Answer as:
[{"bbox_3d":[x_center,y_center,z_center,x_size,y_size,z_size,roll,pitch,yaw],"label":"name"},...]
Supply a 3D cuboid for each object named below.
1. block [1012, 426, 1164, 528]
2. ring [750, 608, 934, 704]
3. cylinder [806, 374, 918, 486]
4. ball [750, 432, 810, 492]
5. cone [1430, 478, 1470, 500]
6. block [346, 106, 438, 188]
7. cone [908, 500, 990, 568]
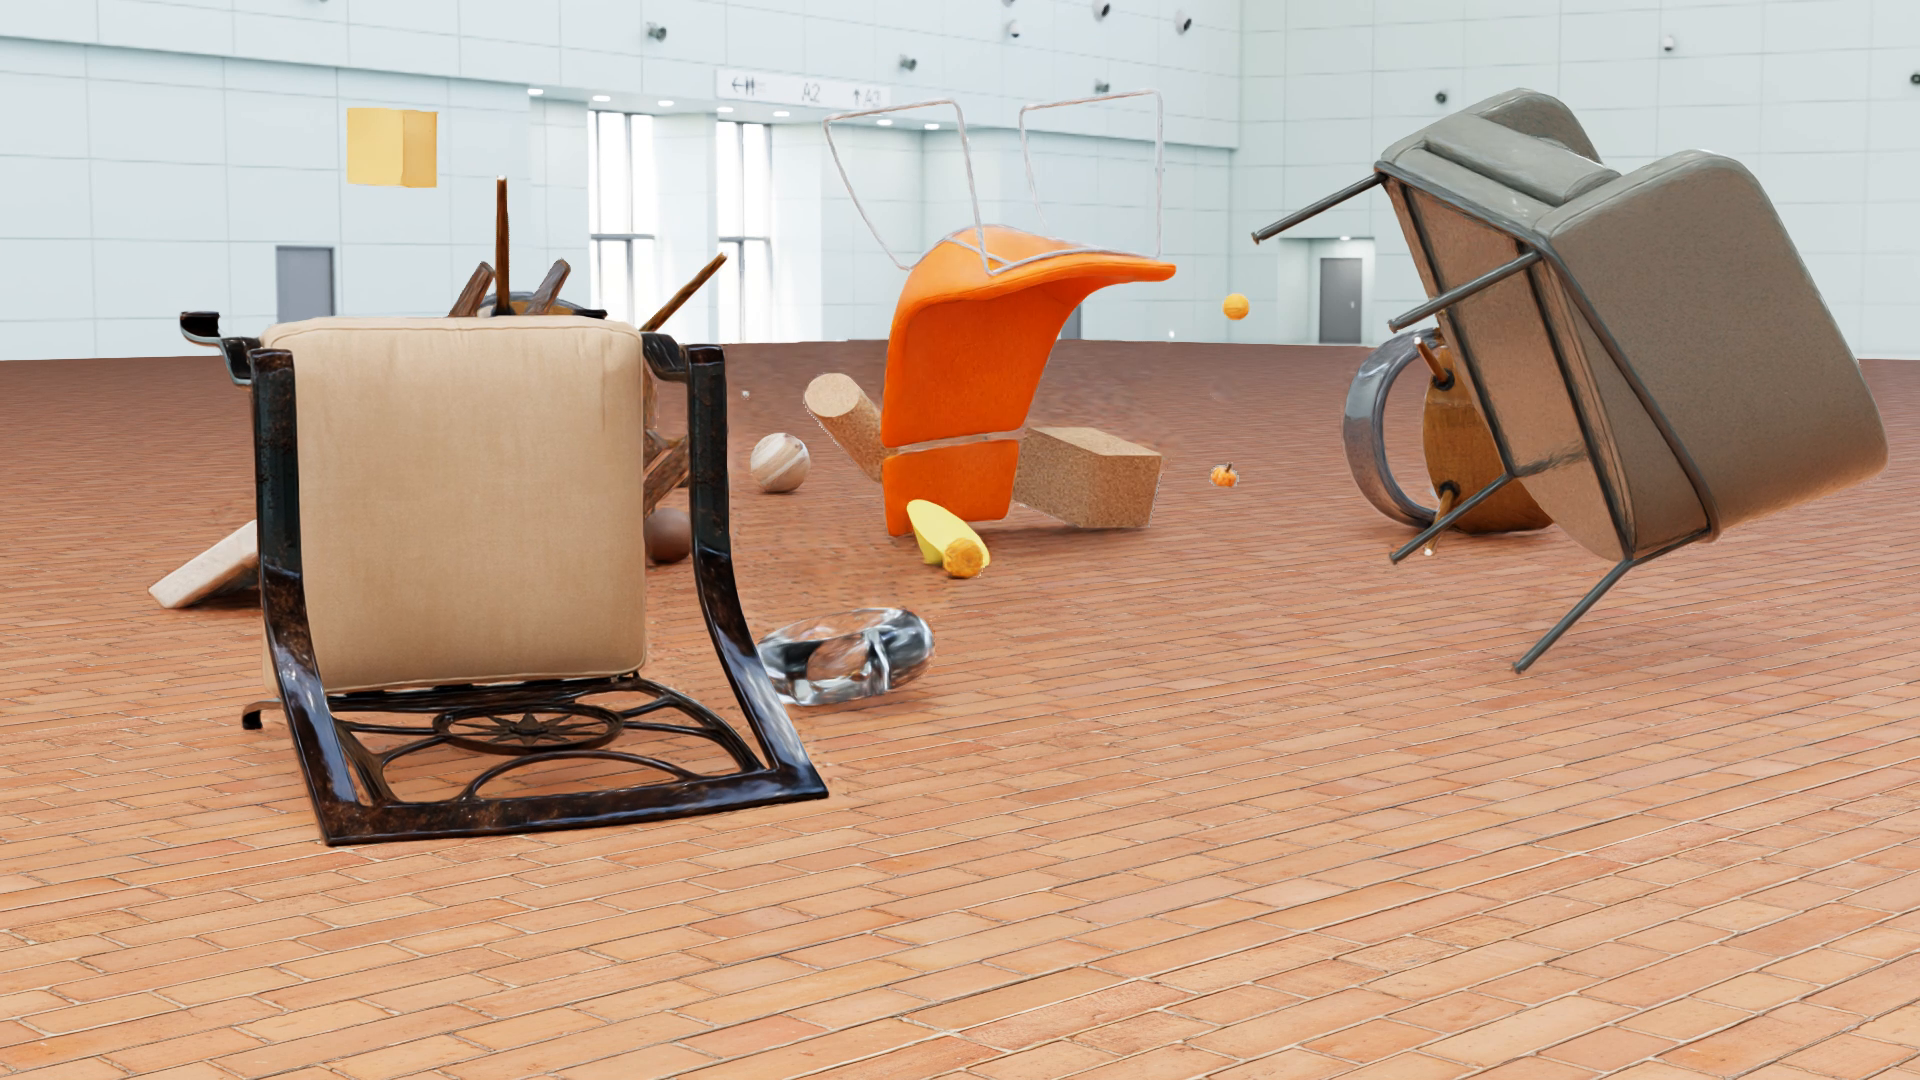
[{"bbox_3d":[0.331,-0.165,6.678,0.255,0.194,0.262,-2,19,-45],"label":"block"},{"bbox_3d":[-0.185,0.181,4.021,0.272,0.100,0.342,-19,11,-34],"label":"ring"},{"bbox_3d":[-0.279,-0.313,7.281,0.235,0.141,0.312,32,-14,50],"label":"cylinder"},{"bbox_3d":[-0.546,-0.234,7.793,0.182,0.182,0.182,0,6,0],"label":"ball"},{"bbox_3d":[1.445,-0.139,7.610,0.127,0.070,0.052,-12,-27,-15],"label":"cone"},{"bbox_3d":[-1.451,-1.003,6.556,0.165,0.192,0.157,6,8,21],"label":"block"},{"bbox_3d":[-0.052,0.020,5.860,0.223,0.094,0.233,16,30,-42],"label":"cone"}]
